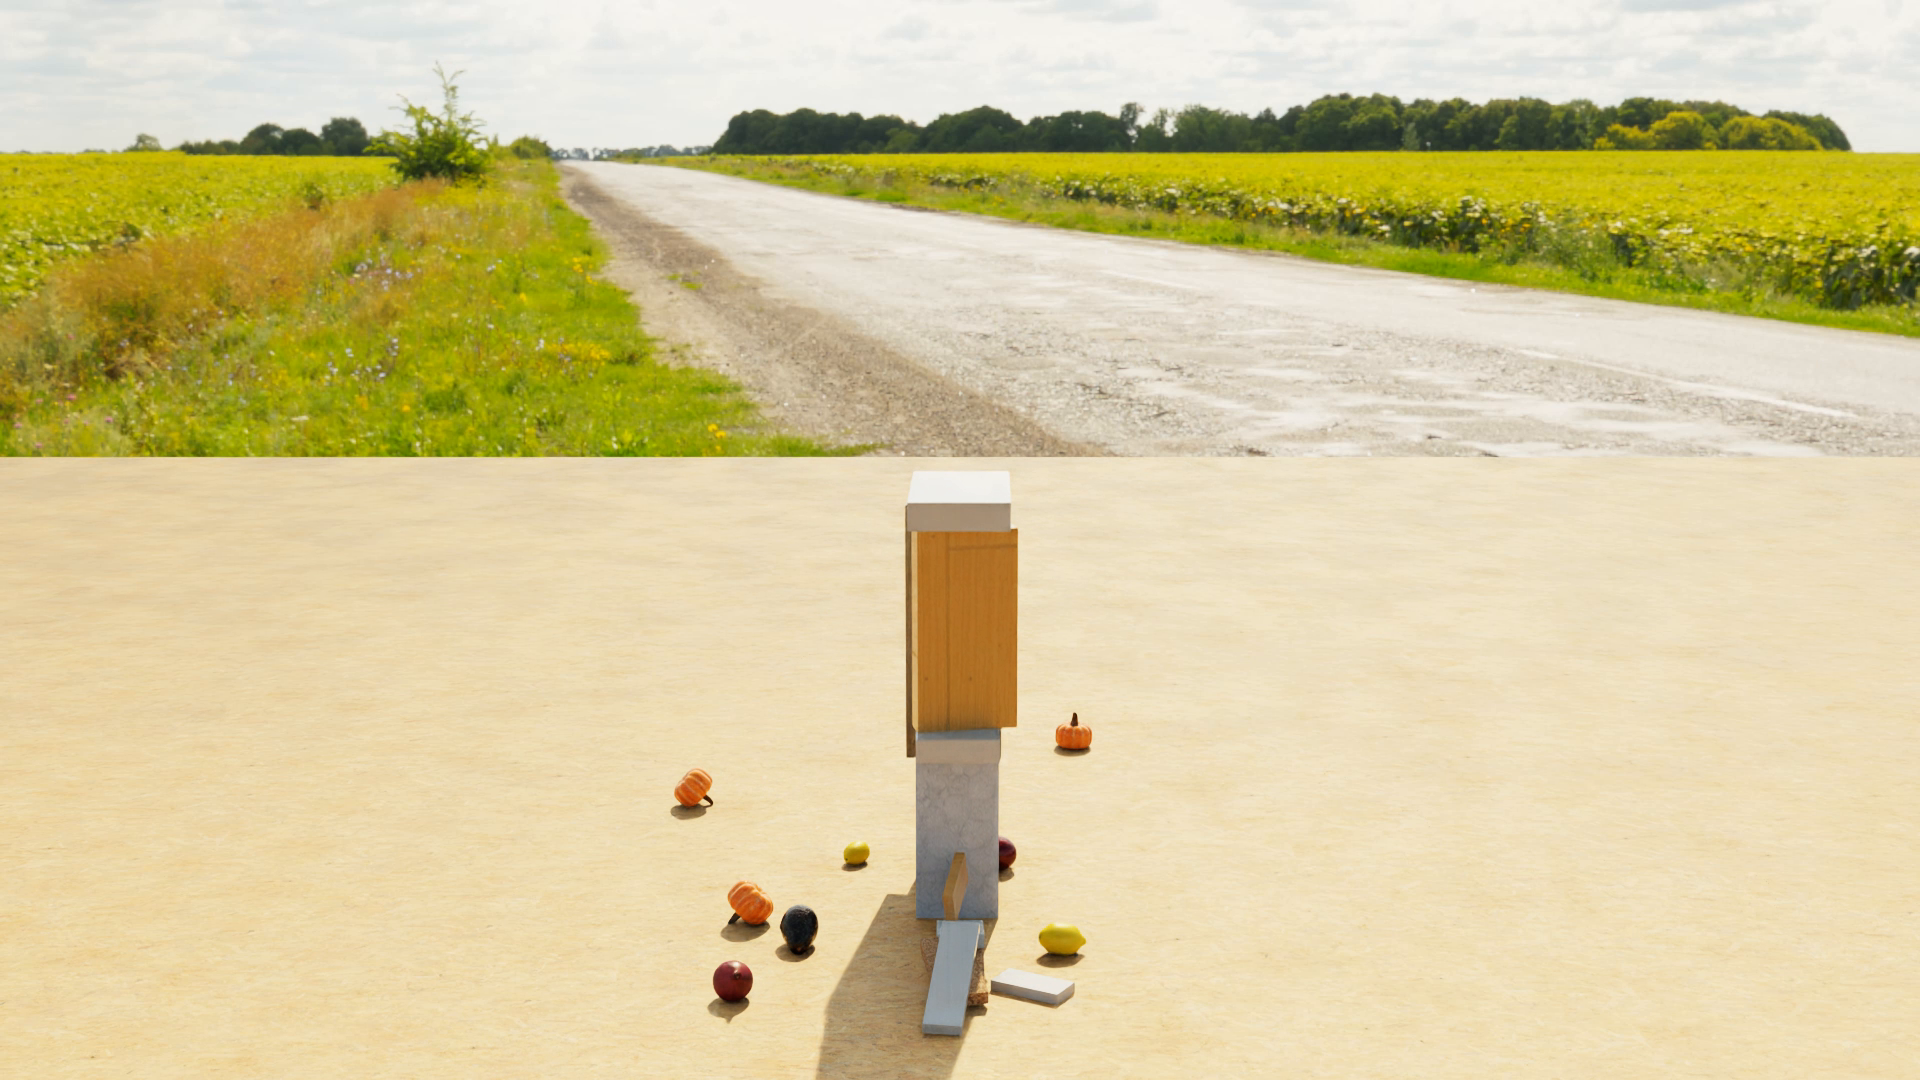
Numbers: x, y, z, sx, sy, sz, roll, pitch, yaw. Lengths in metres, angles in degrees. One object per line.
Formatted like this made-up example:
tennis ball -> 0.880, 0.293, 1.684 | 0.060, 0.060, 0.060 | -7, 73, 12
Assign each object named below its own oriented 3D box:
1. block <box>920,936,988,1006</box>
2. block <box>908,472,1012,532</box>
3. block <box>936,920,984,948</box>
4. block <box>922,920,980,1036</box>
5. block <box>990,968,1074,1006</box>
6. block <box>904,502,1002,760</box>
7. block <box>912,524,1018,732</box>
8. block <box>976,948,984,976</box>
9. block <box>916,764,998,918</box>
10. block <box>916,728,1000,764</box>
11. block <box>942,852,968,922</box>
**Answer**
block -> -0.009, 0.636, 3.245 | 0.073, 0.021, 0.146 | -5, 26, -10
block -> 0.000, -0.066, 3.616 | 0.163, 0.046, 0.327 | 0, 10, 1
block -> 0.000, 0.612, 3.415 | 0.073, 0.021, 0.146 | 0, -1, 0
block -> -0.012, 0.635, 3.203 | 0.056, 0.016, 0.249 | 3, 26, 6
block -> 0.107, 0.660, 3.251 | 0.112, 0.016, 0.056 | 6, 12, 30
block -> -0.010, 0.155, 3.763 | 0.163, 0.441, 0.046 | 1, 10, 4
block -> 0.008, 0.141, 3.527 | 0.163, 0.327, 0.046 | -2, 11, -12
block -> 0.000, 0.645, 3.316 | 0.073, 0.021, 0.146 | 0, 11, 0
block -> -0.004, 0.477, 3.549 | 0.133, 0.266, 0.038 | 0, 10, 0
block -> -0.004, 0.311, 3.609 | 0.133, 0.038, 0.266 | 0, 10, 0
block -> -0.007, 0.551, 3.480 | 0.016, 0.056, 0.112 | 0, 29, 12
